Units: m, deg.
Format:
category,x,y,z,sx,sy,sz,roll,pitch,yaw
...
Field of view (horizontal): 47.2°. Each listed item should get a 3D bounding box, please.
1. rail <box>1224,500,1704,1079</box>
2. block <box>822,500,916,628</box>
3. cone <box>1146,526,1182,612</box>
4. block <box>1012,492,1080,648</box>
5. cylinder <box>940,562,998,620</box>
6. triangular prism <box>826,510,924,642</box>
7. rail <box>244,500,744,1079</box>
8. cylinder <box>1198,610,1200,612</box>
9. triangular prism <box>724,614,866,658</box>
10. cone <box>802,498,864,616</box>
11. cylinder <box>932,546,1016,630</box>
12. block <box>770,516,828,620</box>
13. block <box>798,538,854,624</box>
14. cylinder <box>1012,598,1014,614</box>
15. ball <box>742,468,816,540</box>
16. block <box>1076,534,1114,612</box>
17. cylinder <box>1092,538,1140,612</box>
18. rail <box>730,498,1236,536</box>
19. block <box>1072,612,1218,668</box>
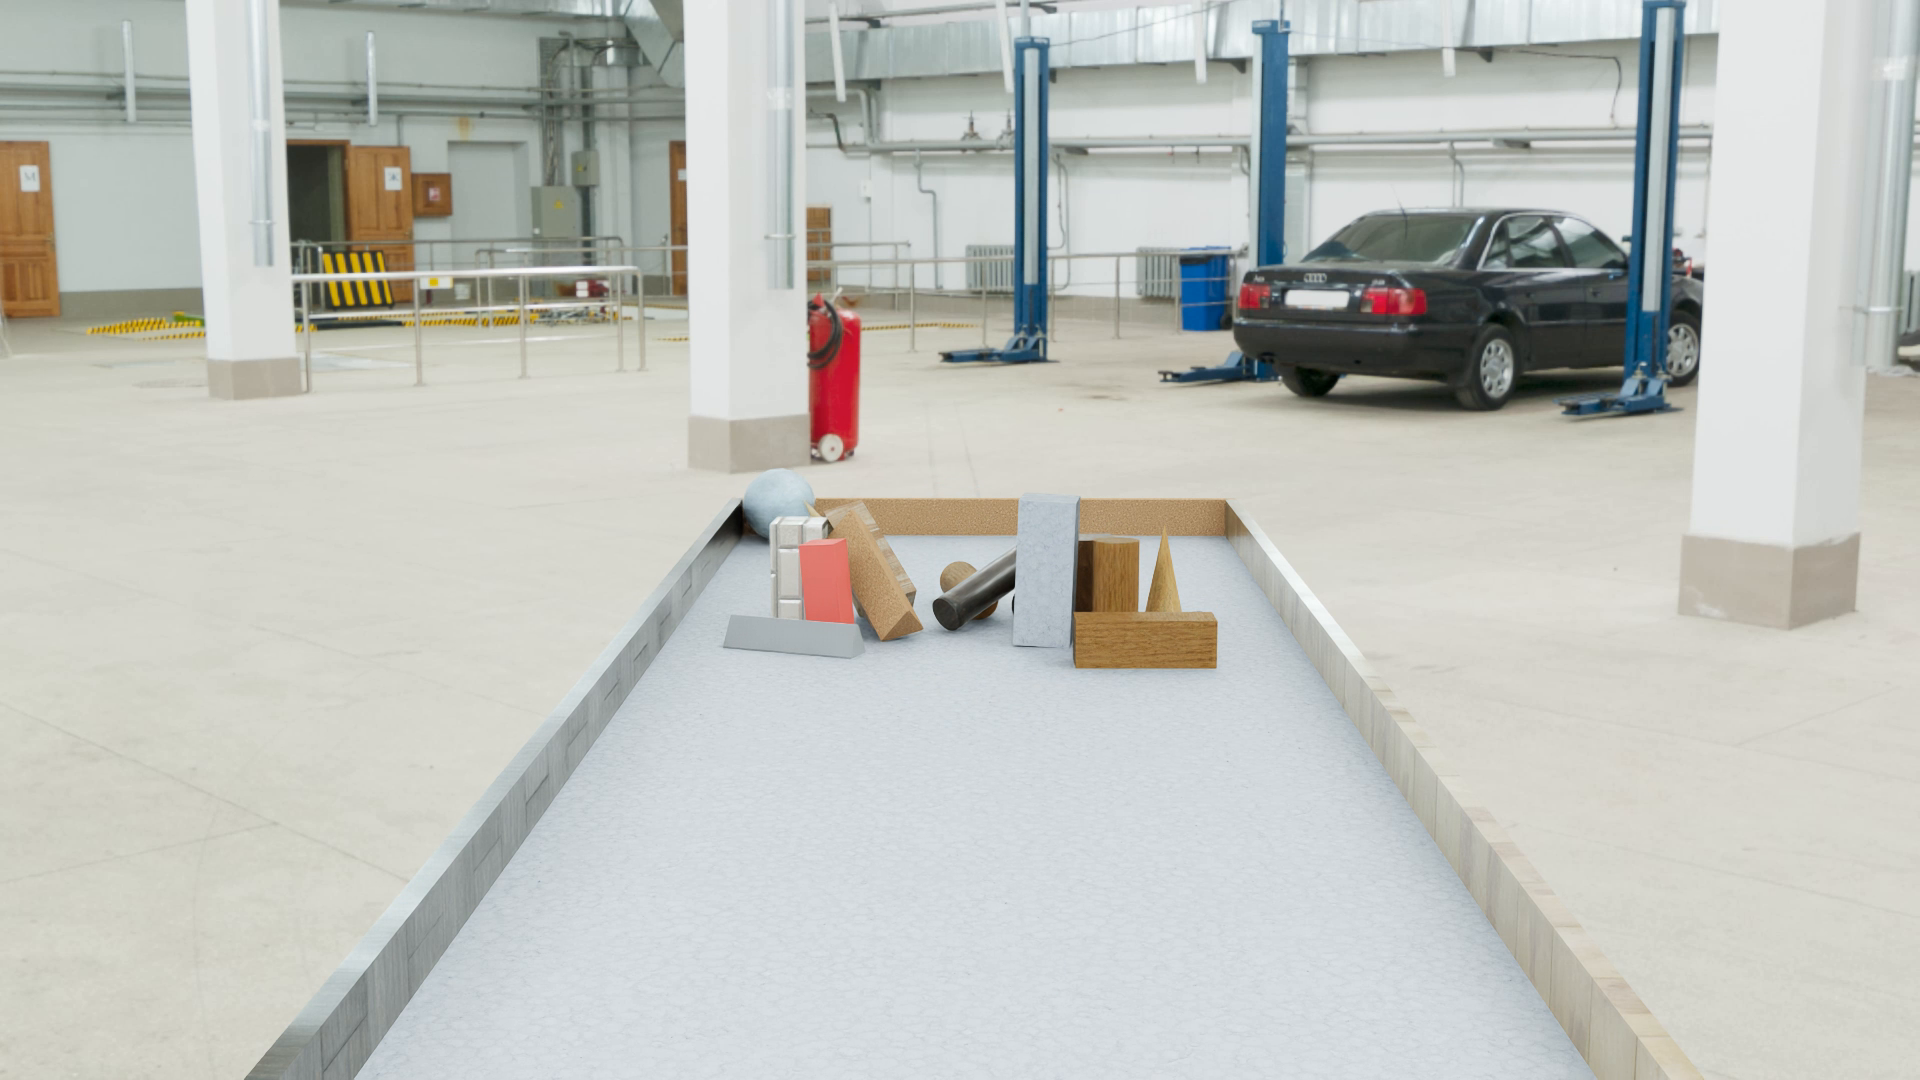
category,x,y,z,sx,sy,sz,roll,pitch,yaw
rail,1.046,0.843,3.208,0.050,0.150,12.000,0,9,1
block,-0.307,0.078,7.252,0.142,0.142,0.407,-17,57,-24
cone,0.667,0.115,7.191,0.141,0.341,0.141,0,9,0
block,0.274,0.094,6.933,0.178,0.458,0.178,3,9,7
cylinder,0.029,0.170,7.497,0.139,0.139,0.357,-2,9,-10
triangular prism,-0.267,0.101,7.060,0.148,0.129,0.438,-15,56,-23
rail,-1.004,0.839,3.234,0.050,0.150,12.000,0,9,1
cylinder,0.592,0.289,6.850,0.374,0.105,0.105,-5,10,-27
triangular prism,-0.516,0.294,6.837,0.438,0.095,0.110,4,9,22
cone,-0.406,0.032,7.413,0.156,0.459,0.156,-33,-17,-12
cylinder,0.105,0.142,7.252,0.441,0.119,0.119,-33,28,-34
block,-0.524,0.110,7.192,0.168,0.351,0.168,1,9,3
block,-0.419,0.163,6.941,0.116,0.316,0.116,-2,9,19
cylinder,0.282,0.191,7.304,0.158,0.158,0.322,2,9,13
ball,-0.738,-0.144,8.975,0.295,0.295,0.295,0,9,0
block,0.427,0.139,7.171,0.143,0.301,0.143,-1,9,-5
cylinder,0.489,0.163,6.923,0.146,0.327,0.146,0,7,0
rail,0.099,-0.098,9.147,2.100,0.150,0.050,0,9,1
block,0.557,0.302,6.642,0.422,0.145,0.145,0,9,0
